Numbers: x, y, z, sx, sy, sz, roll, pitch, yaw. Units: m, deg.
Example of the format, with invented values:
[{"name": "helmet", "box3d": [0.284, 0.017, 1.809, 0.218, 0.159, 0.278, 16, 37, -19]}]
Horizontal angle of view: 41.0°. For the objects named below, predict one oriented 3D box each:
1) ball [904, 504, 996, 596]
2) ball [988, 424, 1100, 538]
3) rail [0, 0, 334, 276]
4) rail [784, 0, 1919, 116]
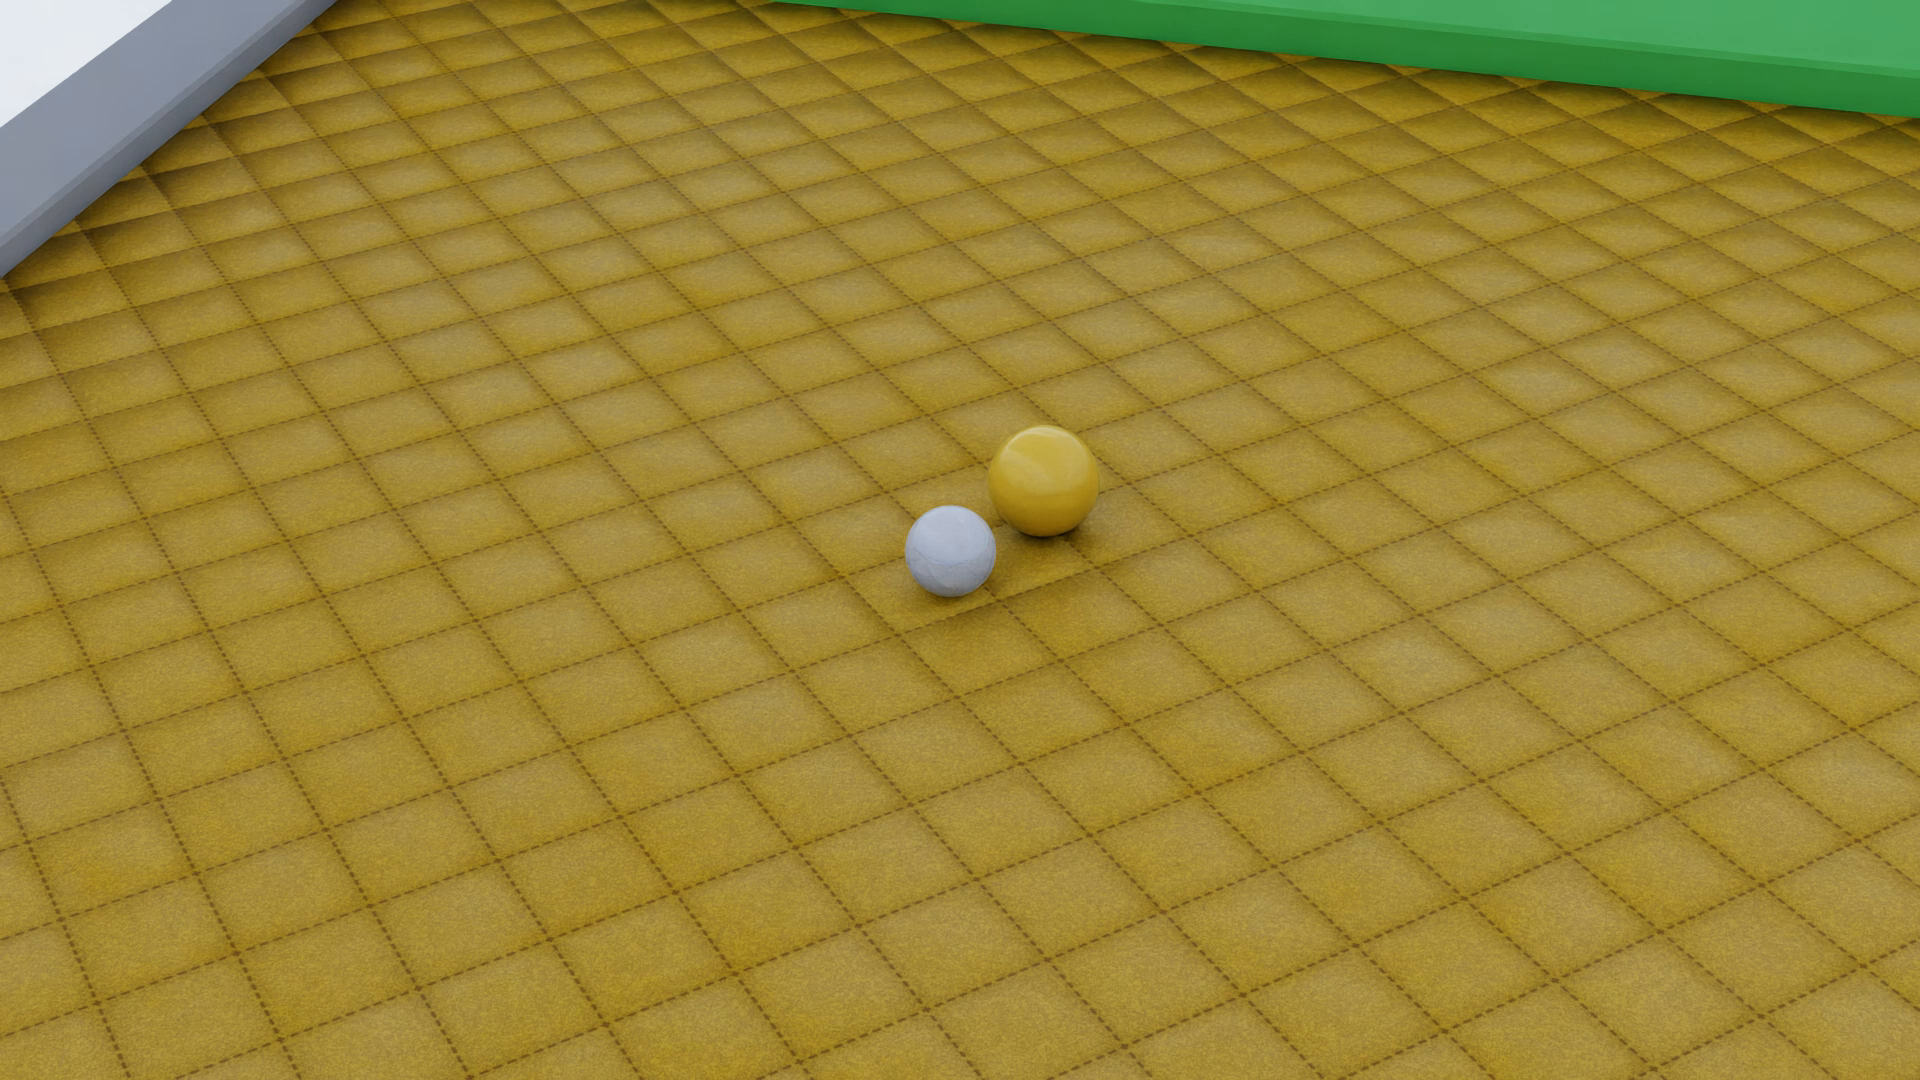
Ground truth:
[{"name": "ball", "box3d": [-0.007, 0.008, 1.948, 0.070, 0.070, 0.070, 0, 34, 0]}, {"name": "ball", "box3d": [0.066, -0.046, 2.013, 0.088, 0.088, 0.088, 0, 34, 0]}, {"name": "rail", "box3d": [-0.936, -0.158, 2.141, 0.045, 0.129, 2.157, 8, 35, 12]}, {"name": "rail", "box3d": [1.226, -0.450, 2.576, 3.963, 0.129, 0.045, 8, 35, 12]}]
